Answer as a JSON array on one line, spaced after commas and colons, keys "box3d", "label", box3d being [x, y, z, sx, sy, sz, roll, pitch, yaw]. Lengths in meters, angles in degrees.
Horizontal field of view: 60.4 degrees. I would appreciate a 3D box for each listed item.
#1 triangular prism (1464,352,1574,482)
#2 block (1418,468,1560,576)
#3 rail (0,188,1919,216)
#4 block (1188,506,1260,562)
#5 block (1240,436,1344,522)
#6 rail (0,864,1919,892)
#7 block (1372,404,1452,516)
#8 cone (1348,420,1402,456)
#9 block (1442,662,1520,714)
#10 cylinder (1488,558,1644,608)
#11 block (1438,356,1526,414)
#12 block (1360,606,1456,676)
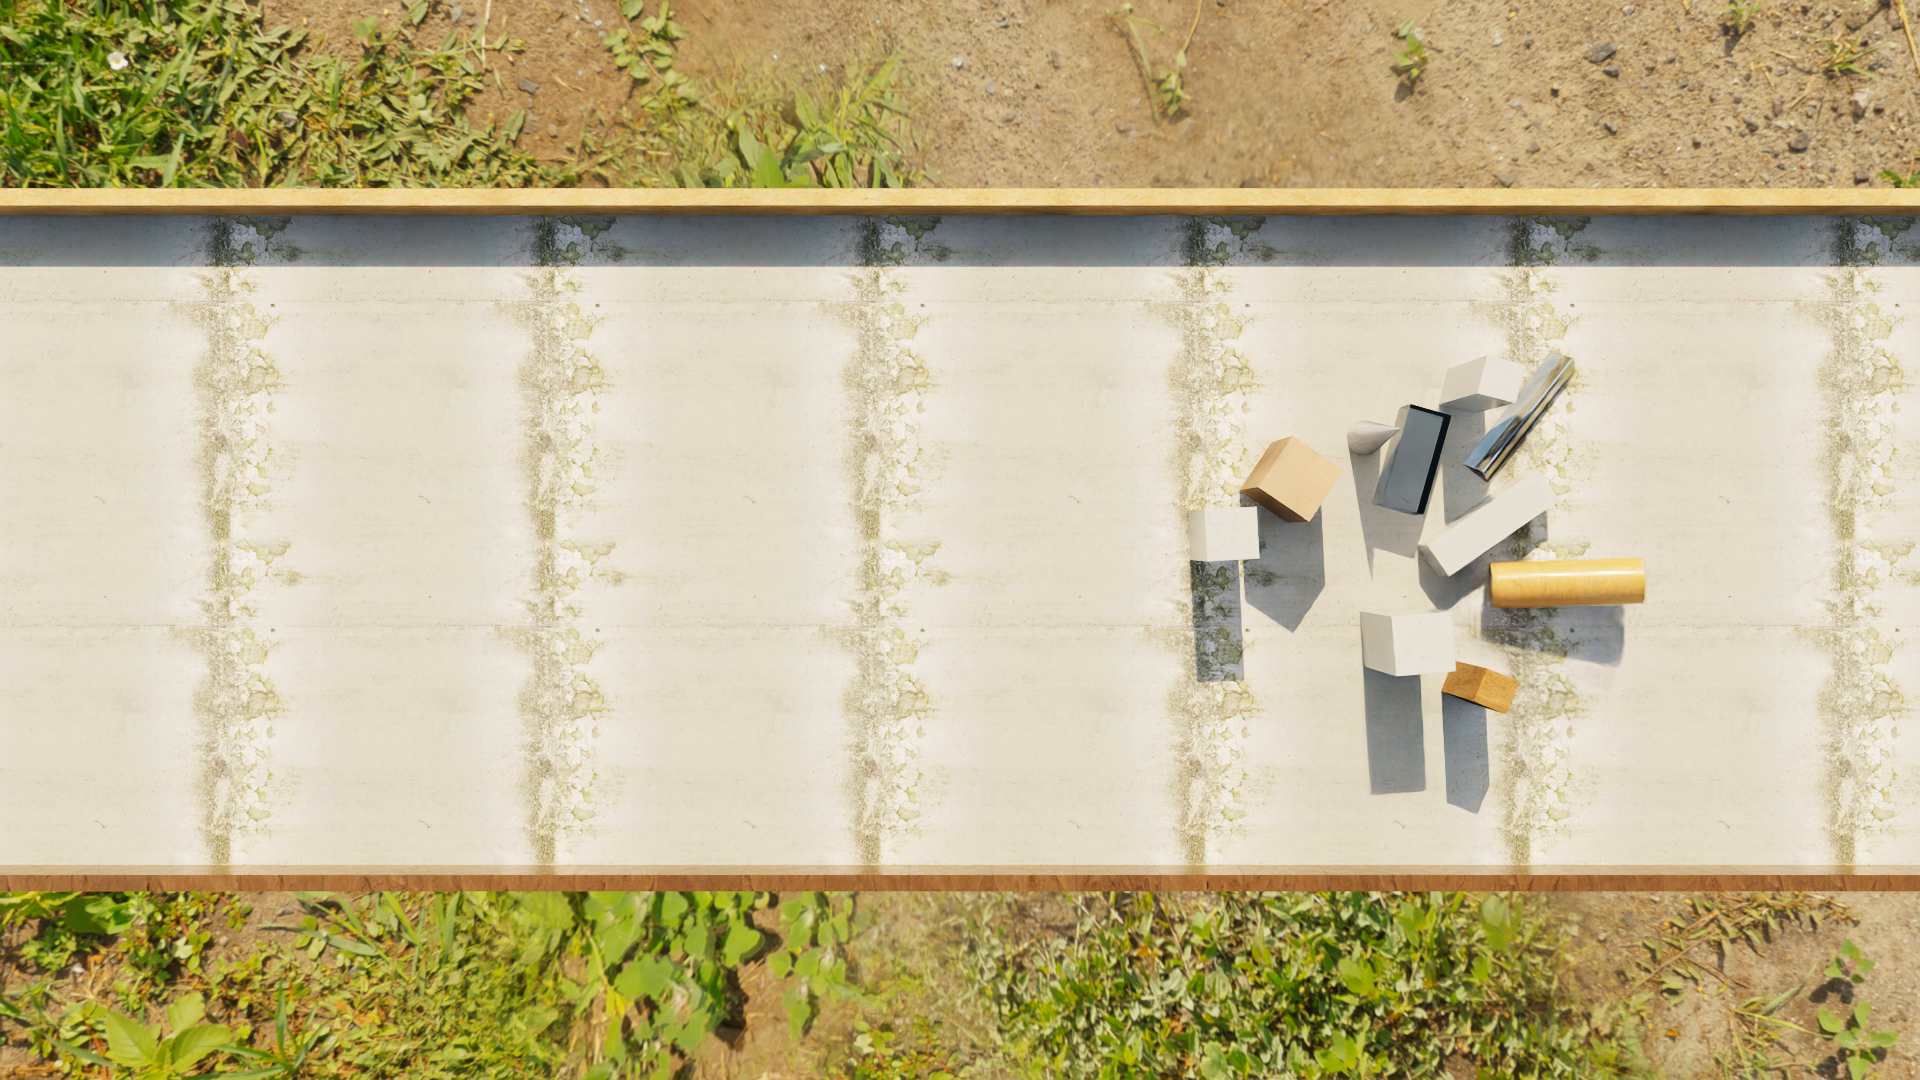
[{"box3d": [1.720, -0.378, 5.034, 0.093, 0.080, 0.440, 38, 90, 0], "label": "triangular prism"}, {"box3d": [1.606, -0.052, 5.019, 0.405, 0.114, 0.114, -35, 90, 0], "label": "block"}, {"box3d": [-2.247, -1.025, 5.002, 12.000, 0.150, 0.050, 0, 90, 0], "label": "rail"}, {"box3d": [0.779, -0.017, 4.899, 0.149, 0.355, 0.149, -3, 90, 0], "label": "block"}, {"box3d": [0.983, -0.177, 4.916, 0.179, 0.321, 0.179, 34, 90, 0], "label": "block"}, {"box3d": [-2.247, 1.025, 5.001, 12.000, 0.150, 0.050, 0, 90, 0], "label": "rail"}, {"box3d": [1.372, -0.242, 5.013, 0.127, 0.127, 0.309, 16, 90, 0], "label": "block"}, {"box3d": [1.245, -0.314, 4.862, 0.107, 0.428, 0.107, 0, 90, 0], "label": "cone"}, {"box3d": [1.547, 0.437, 4.916, 0.102, 0.322, 0.102, 22, 90, 0], "label": "block"}, {"box3d": [1.819, 0.130, 4.961, 0.426, 0.139, 0.139, -2, 90, 13], "label": "cylinder"}, {"box3d": [1.541, -0.458, 4.886, 0.112, 0.381, 0.112, 15, 90, 0], "label": "block"}, {"box3d": [1.323, 0.296, 4.890, 0.171, 0.372, 0.171, -5, 90, 0], "label": "block"}]
